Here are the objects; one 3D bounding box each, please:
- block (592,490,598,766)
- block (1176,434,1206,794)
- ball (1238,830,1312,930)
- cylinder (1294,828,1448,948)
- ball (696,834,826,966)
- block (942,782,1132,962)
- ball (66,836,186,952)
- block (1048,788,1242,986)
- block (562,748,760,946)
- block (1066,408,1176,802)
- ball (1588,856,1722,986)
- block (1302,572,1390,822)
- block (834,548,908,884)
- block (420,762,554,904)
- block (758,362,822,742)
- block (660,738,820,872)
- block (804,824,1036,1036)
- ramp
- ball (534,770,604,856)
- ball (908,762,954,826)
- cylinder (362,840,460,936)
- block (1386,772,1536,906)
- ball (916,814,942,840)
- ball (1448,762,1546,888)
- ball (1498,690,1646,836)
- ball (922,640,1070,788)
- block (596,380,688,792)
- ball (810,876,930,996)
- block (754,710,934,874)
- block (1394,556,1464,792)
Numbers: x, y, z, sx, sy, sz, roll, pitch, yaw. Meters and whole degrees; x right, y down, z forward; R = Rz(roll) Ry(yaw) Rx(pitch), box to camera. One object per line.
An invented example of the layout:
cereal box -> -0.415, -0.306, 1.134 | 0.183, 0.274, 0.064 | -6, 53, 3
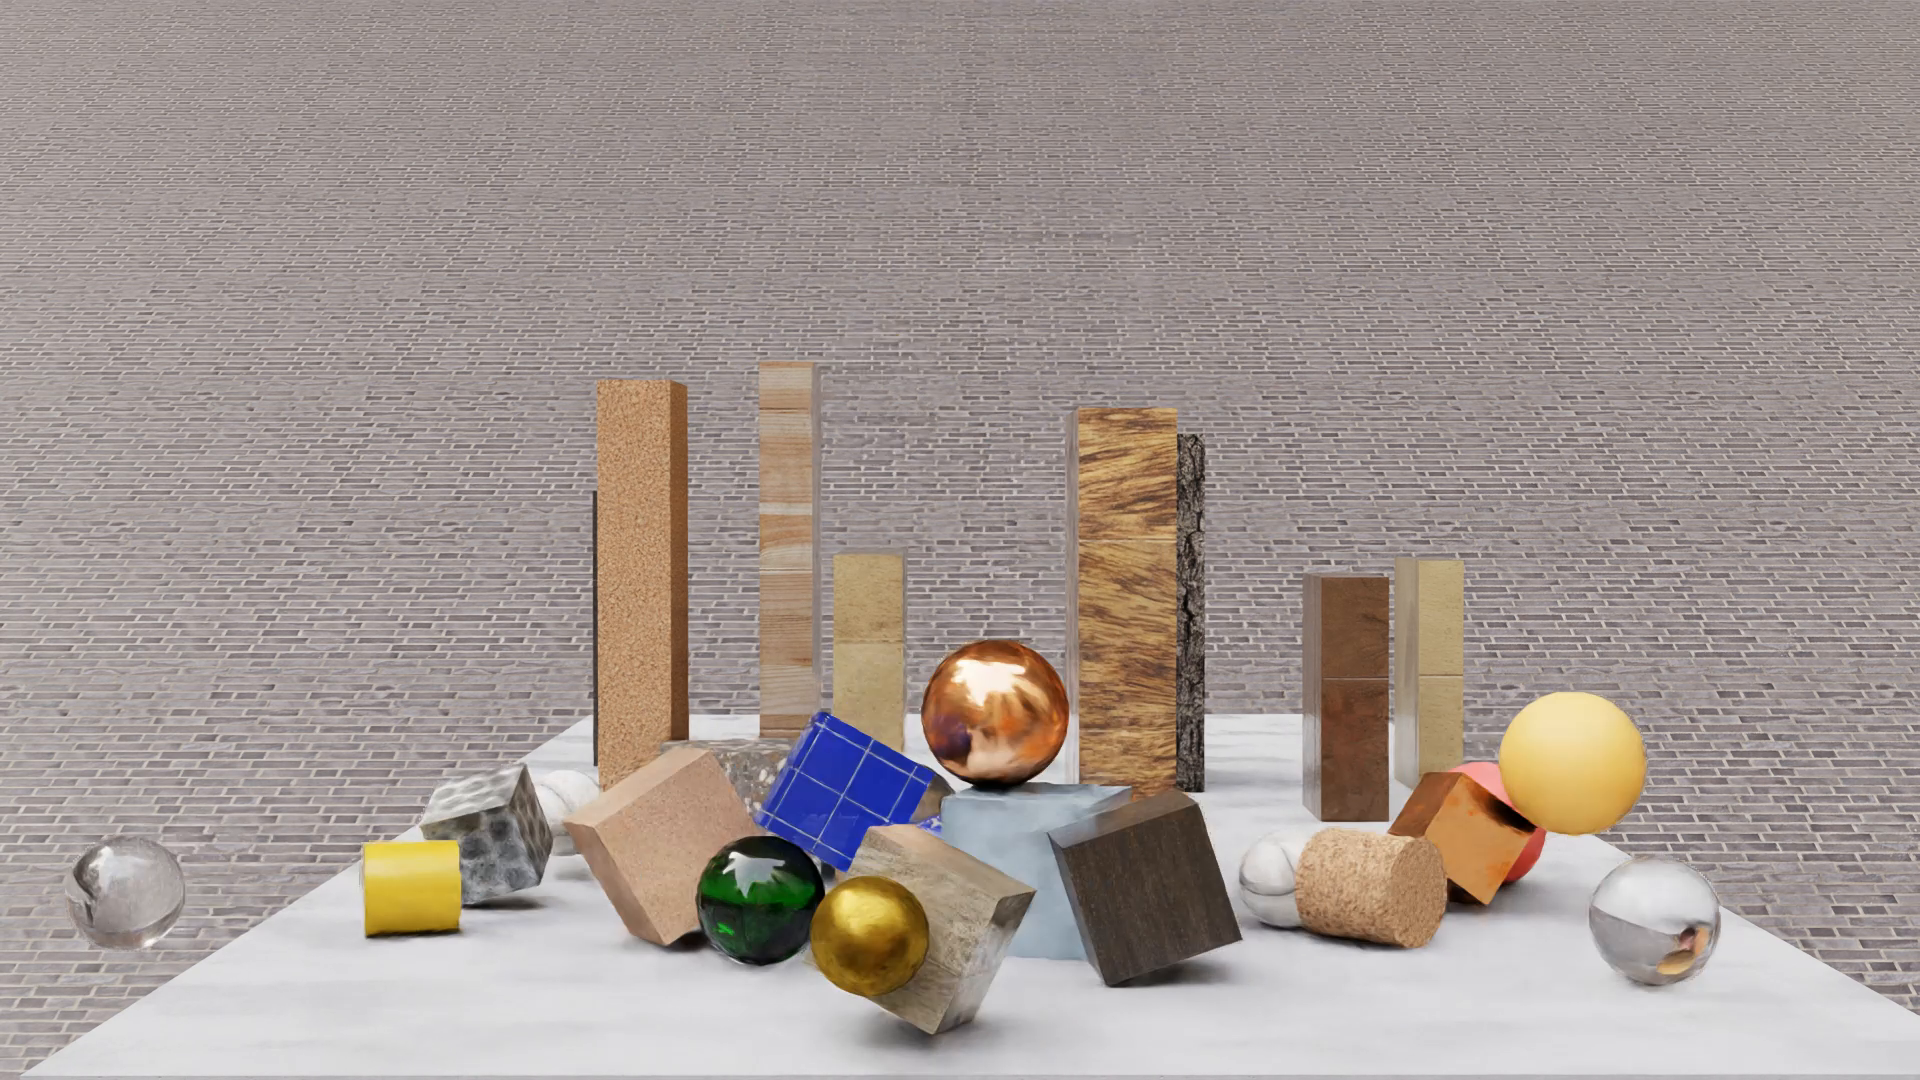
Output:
block -> -0.694, 0.181, 5.568 | 0.142, 0.574, 0.389 | 0, 1, 0
block -> 0.417, 0.136, 5.103 | 0.096, 0.683, 0.399 | 0, 1, 0
ball -> 0.435, 0.449, 3.415 | 0.132, 0.132, 0.132 | 0, 26, 0
cylinder -> 0.528, 0.447, 3.315 | 0.140, 0.140, 0.140 | 1, 21, 43
ball -> -0.245, 0.441, 3.164 | 0.159, 0.159, 0.159 | 0, 26, 0
block -> 0.100, 0.420, 3.303 | 0.195, 0.195, 0.195 | 1, 1, 18
ball -> -1.125, 0.477, 3.483 | 0.155, 0.155, 0.155 | 0, 26, 0
block -> 0.219, 0.413, 3.098 | 0.169, 0.169, 0.169 | -18, 2, -4
block -> -0.373, 0.390, 3.313 | 0.176, 0.176, 0.176 | -33, 9, -20
block -> 0.219, 0.167, 3.578 | 0.128, 0.689, 0.393 | 0, 1, 0
ball -> 0.816, 0.448, 3.032 | 0.151, 0.151, 0.151 | 0, 26, 0
block -> 0.687, 0.275, 4.610 | 0.118, 0.426, 0.244 | 0, 1, 0
block -> -0.136, 0.260, 3.998 | 0.101, 0.485, 0.395 | 0, 1, 0
block -> -0.658, 0.409, 3.596 | 0.130, 0.130, 0.130 | -14, 20, 6
block -> -0.272, 0.108, 4.173 | 0.083, 0.780, 0.282 | 0, 1, 0
block -> -0.330, 0.406, 3.858 | 0.198, 0.198, 0.198 | 0, 1, -19
block -> -0.041, 0.415, 2.773 | 0.160, 0.160, 0.160 | 26, 2, 16
ramp -> 0.060, 0.539, 4.575 | 2.000, 0.100, 4.000 | 0, 1, 0
ball -> -0.590, 0.409, 3.864 | 0.130, 0.130, 0.130 | 0, 26, 0
ball -> -0.088, 0.410, 3.710 | 0.187, 0.187, 0.187 | 0, 26, 0
cylinder -> -0.721, 0.456, 3.385 | 0.120, 0.120, 0.120 | 0, 26, -15
block -> 0.686, 0.412, 3.570 | 0.130, 0.130, 0.130 | 36, -12, -7
ball -> -0.017, 0.443, 3.509 | 0.140, 0.140, 0.140 | 0, 26, 0
ball -> 0.757, 0.415, 3.746 | 0.185, 0.185, 0.185 | 0, 26, 0
ball -> 0.826, 0.301, 3.480 | 0.194, 0.194, 0.194 | 0, 26, 0
ball -> 0.046, 0.225, 3.338 | 0.192, 0.192, 0.192 | 0, 26, 0
block -> -0.495, 0.128, 4.047 | 0.111, 0.747, 0.254 | 0, 1, 0
ball -> -0.092, 0.405, 2.640 | 0.123, 0.123, 0.123 | 0, 26, 0
block -> -0.149, 0.325, 3.249 | 0.159, 0.159, 0.159 | 30, -8, -4
block -> 0.909, 0.258, 5.016 | 0.084, 0.443, 0.273 | 0, 1, 0
